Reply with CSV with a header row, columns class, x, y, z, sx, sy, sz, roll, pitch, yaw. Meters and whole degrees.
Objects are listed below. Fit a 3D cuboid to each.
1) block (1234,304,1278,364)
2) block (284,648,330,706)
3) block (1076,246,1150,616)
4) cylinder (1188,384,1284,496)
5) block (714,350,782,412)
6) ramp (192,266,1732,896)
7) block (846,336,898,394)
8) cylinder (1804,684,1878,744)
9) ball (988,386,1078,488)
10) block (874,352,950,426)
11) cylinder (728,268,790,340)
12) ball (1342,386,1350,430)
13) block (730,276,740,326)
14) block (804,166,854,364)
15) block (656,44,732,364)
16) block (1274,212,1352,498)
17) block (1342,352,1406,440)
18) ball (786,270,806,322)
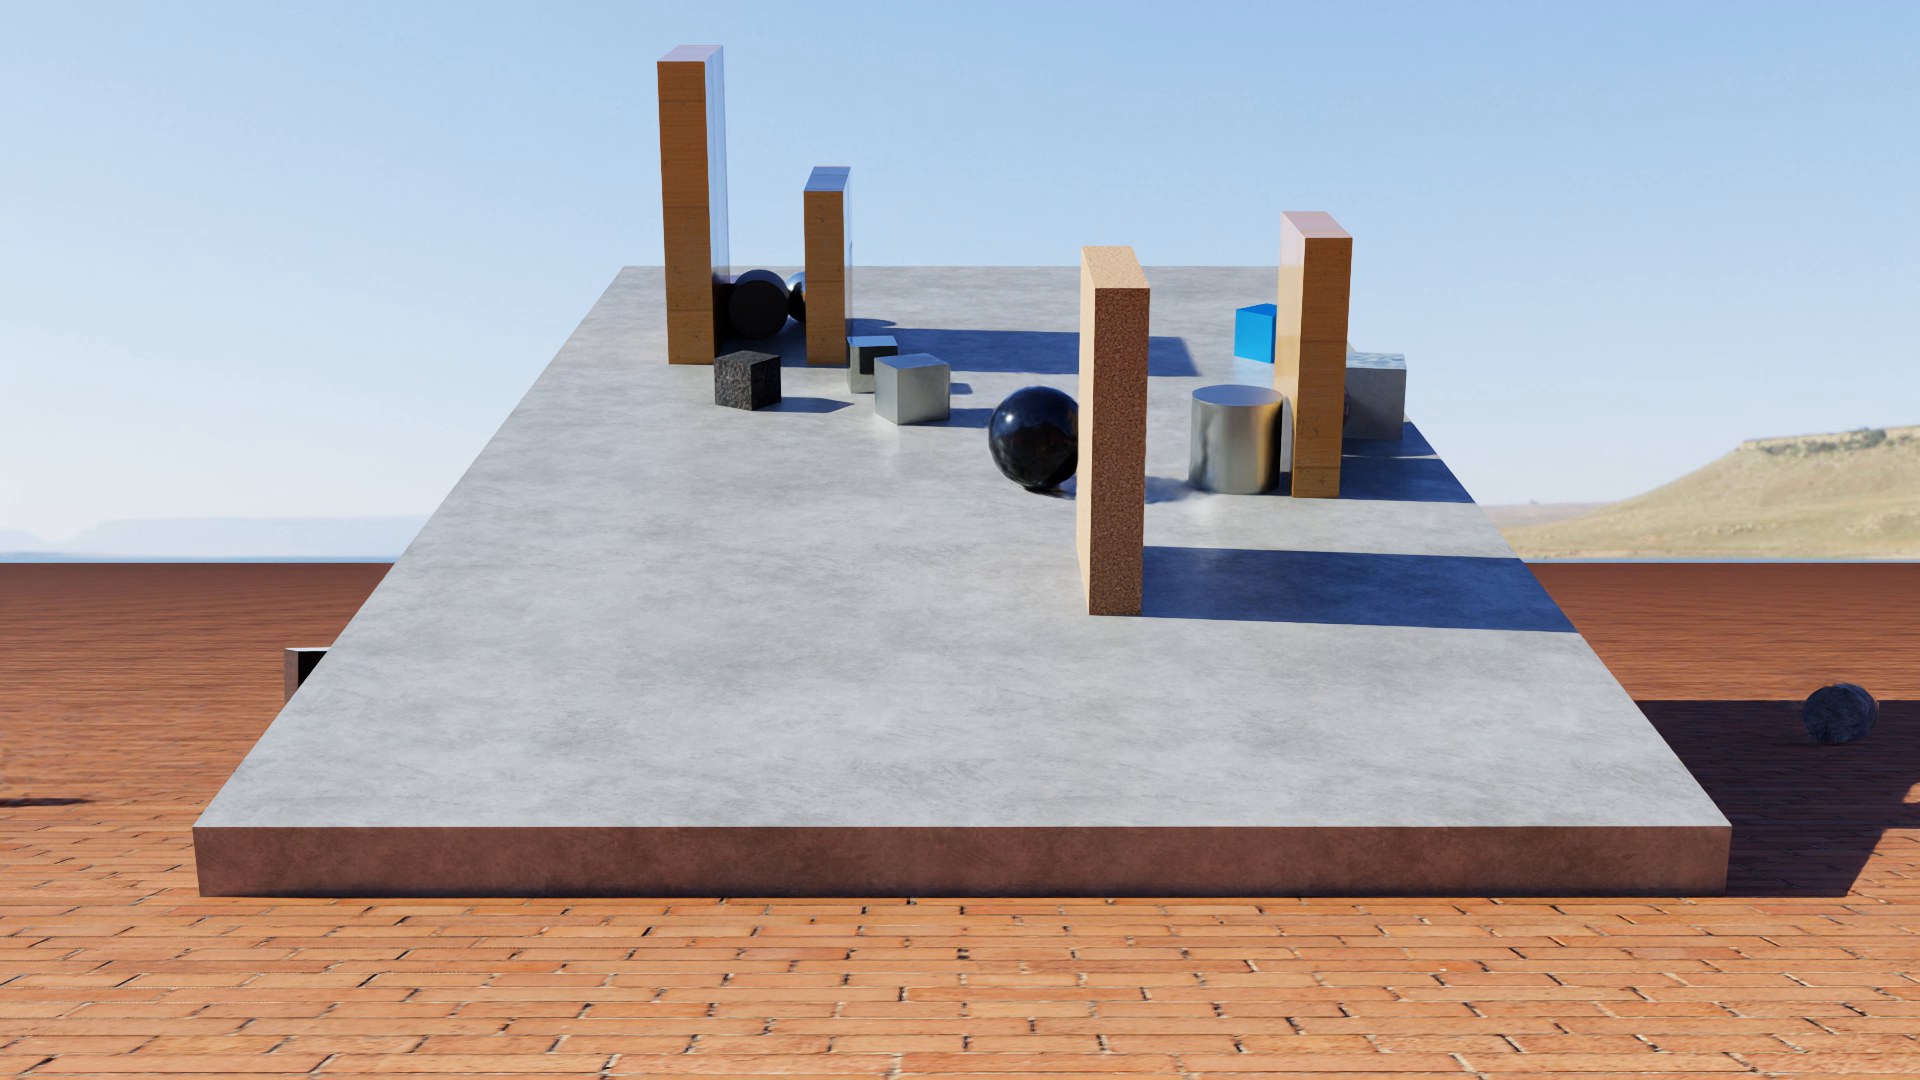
class,x,y,z,sx,sy,sz,roll,pitch,yaw
block,0.764,-0.513,5.520,0.117,0.117,0.117,-15,23,-40
block,-1.679,0.390,5.935,0.199,0.199,0.199,0,0,-26
block,0.256,-0.194,3.785,0.087,0.547,0.386,0,17,0
cylinder,0.547,-0.200,4.419,0.179,0.179,0.179,0,17,0
block,-0.481,-0.362,5.052,0.107,0.107,0.107,12,21,32
ramp,-0.003,-0.179,4.816,2.000,0.100,4.000,0,17,0
block,-0.205,-0.410,5.201,0.110,0.110,0.110,-2,18,-7
cylinder,2.111,0.416,5.343,0.138,0.138,0.138,0,-1,35
ball,0.155,-0.203,4.386,0.203,0.203,0.203,0,0,0
block,-0.107,-0.335,4.936,0.126,0.126,0.126,-8,19,-24
cylinder,-0.520,-0.612,5.770,0.154,0.154,0.154,0,17,-4
ball,0.738,-0.282,4.700,0.168,0.168,0.168,0,0,0
block,-0.552,-0.635,5.908,0.115,0.115,0.115,-1,17,-2
block,-0.327,-0.696,5.590,0.095,0.423,0.441,0,17,0
block,-0.656,-0.843,5.547,0.112,0.727,0.444,0,17,0
block,0.693,-0.373,4.418,0.090,0.510,0.316,0,17,0
block,0.881,-0.314,4.825,0.154,0.154,0.154,3,18,8
ball,-0.406,-0.644,5.902,0.137,0.137,0.137,0,0,0
